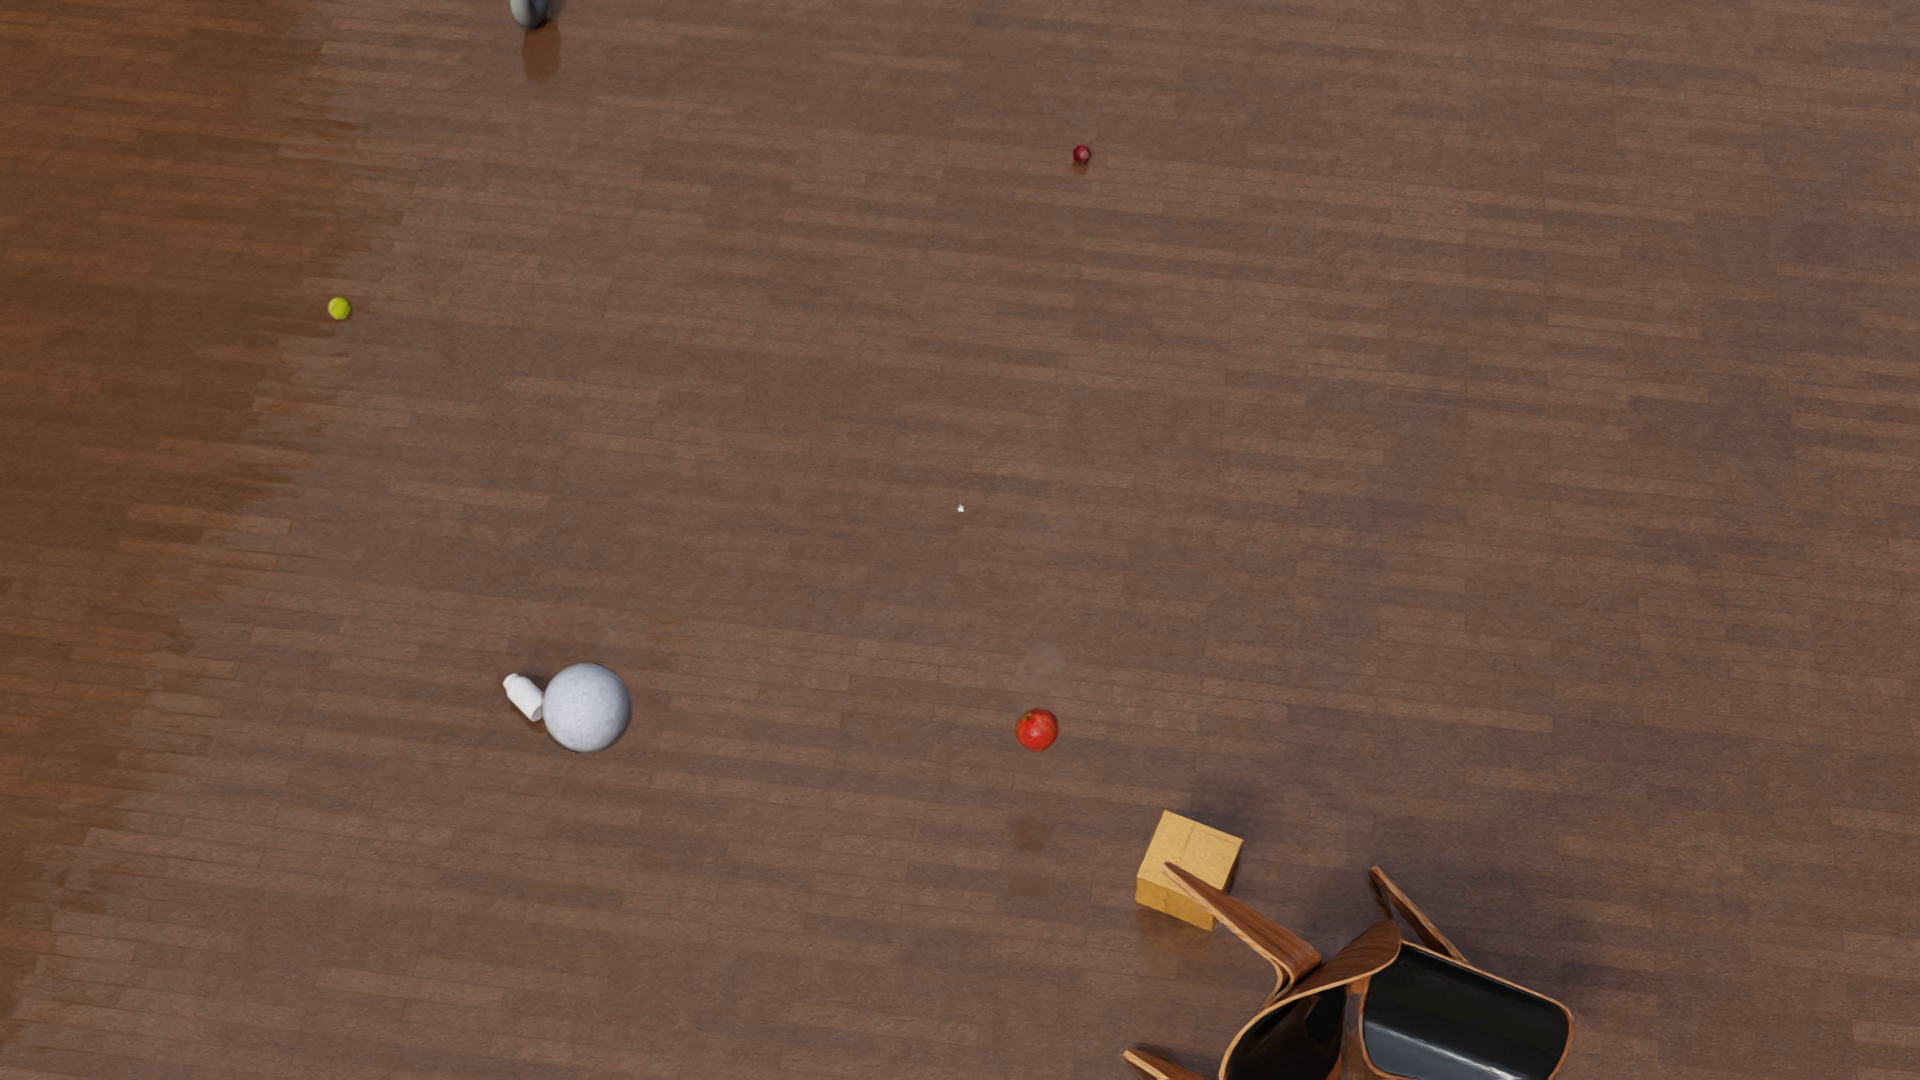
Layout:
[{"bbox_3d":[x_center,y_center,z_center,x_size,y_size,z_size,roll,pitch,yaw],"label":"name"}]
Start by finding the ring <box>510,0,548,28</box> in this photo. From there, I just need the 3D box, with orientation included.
[{"bbox_3d":[-1.508,-1.916,7.696,0.072,0.271,0.217,14,55,11],"label":"ring"}]

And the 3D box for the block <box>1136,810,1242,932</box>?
[{"bbox_3d":[0.609,0.882,5.862,0.219,0.180,0.204,20,62,15],"label":"block"}]

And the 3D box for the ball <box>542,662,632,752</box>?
[{"bbox_3d":[-0.985,0.441,5.804,0.234,0.234,0.234,0,56,0],"label":"ball"}]
